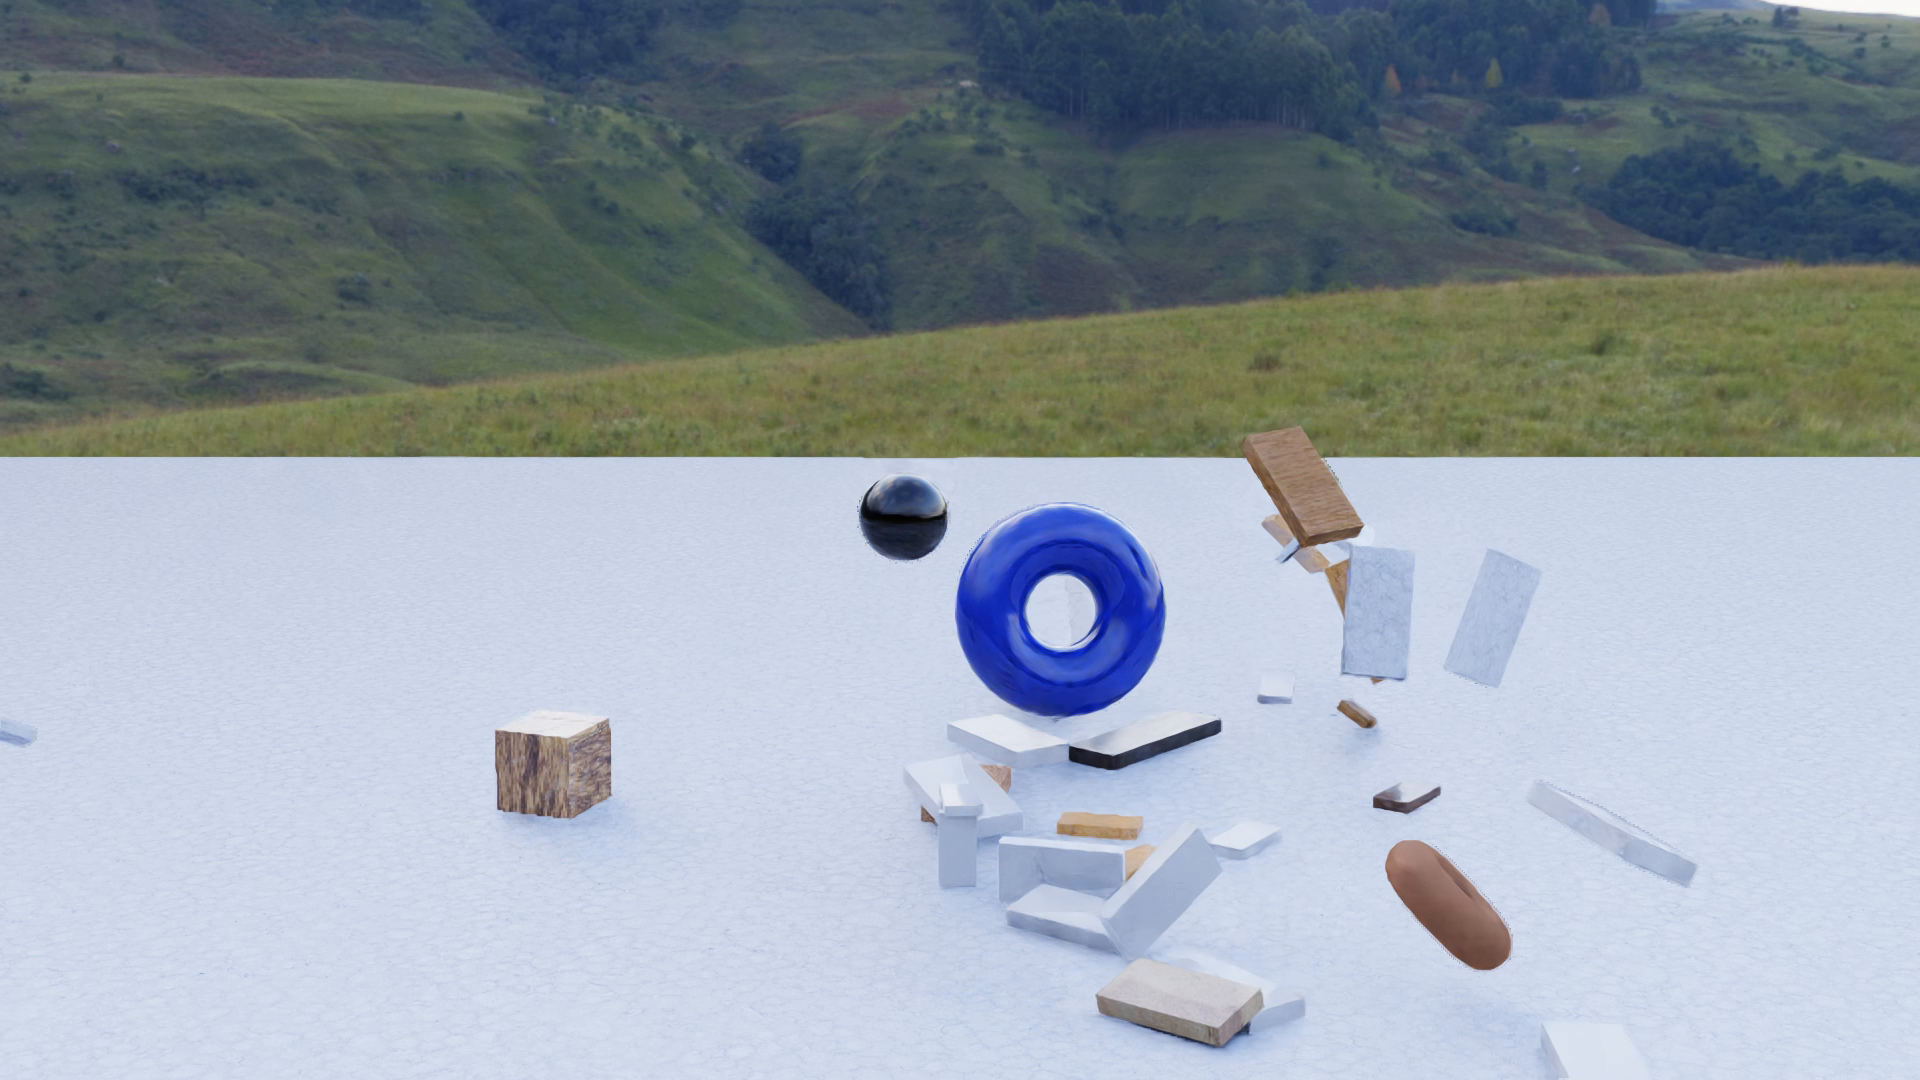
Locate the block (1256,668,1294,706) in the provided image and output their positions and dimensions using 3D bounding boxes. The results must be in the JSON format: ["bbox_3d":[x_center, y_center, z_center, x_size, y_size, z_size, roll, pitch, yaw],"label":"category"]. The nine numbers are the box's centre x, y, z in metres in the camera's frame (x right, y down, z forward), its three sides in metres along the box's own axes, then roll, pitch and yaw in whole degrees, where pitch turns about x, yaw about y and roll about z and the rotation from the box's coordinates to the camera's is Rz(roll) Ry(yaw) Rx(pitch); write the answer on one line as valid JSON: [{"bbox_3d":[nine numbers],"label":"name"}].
[{"bbox_3d":[0.711,0.329,4.946,0.073,0.021,0.147,4,22,11],"label":"block"}]

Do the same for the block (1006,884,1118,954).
[{"bbox_3d":[0.187,0.600,3.496,0.207,0.029,0.104,8,21,36],"label":"block"}]

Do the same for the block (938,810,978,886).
[{"bbox_3d":[-0.004,0.519,3.701,0.064,0.128,0.018,1,9,3],"label":"block"}]

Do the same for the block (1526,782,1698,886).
[{"bbox_3d":[0.618,0.278,2.092,0.082,0.023,0.164,23,4,-20],"label":"block"}]

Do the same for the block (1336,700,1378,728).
[{"bbox_3d":[0.837,0.367,4.630,0.072,0.020,0.143,37,8,17],"label":"block"}]

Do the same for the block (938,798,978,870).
[{"bbox_3d":[-0.003,0.506,3.774,0.064,0.128,0.018,-3,11,-14],"label":"block"}]

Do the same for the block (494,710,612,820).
[{"bbox_3d":[-0.766,0.421,4.150,0.156,0.156,0.156,4,11,20],"label":"block"}]

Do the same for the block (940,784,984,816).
[{"bbox_3d":[0.002,0.440,3.726,0.064,0.018,0.128,-1,10,-5],"label":"block"}]

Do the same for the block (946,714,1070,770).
[{"bbox_3d":[0.098,0.414,4.518,0.130,0.037,0.261,-7,12,-32],"label":"block"}]

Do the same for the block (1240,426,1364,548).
[{"bbox_3d":[0.666,-0.105,4.294,0.131,0.037,0.261,-10,55,-25],"label":"block"}]

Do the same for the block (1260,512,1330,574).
[{"bbox_3d":[0.755,0.008,4.951,0.023,0.164,0.082,-47,6,-13],"label":"block"}]

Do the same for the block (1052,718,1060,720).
[{"bbox_3d":[0.159,0.317,4.830,0.032,0.112,0.224,-33,18,-10],"label":"block"}]

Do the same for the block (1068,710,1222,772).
[{"bbox_3d":[0.385,0.411,4.544,0.112,0.032,0.376,9,14,40],"label":"block"}]

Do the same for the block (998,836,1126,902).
[{"bbox_3d":[0.168,0.548,3.607,0.207,0.103,0.029,3,16,15],"label":"block"}]

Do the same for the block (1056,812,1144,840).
[{"bbox_3d":[0.254,0.519,3.995,0.147,0.021,0.073,3,11,13],"label":"block"}]

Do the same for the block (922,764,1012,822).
[{"bbox_3d":[0.014,0.479,4.165,0.130,0.037,0.261,2,11,9],"label":"block"}]

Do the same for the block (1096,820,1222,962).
[{"bbox_3d":[0.308,0.540,3.378,0.207,0.104,0.029,-43,34,-19],"label":"block"}]

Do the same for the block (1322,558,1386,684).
[{"bbox_3d":[0.841,0.170,4.618,0.057,0.264,0.016,-24,4,-3],"label":"block"}]

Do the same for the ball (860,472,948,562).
[{"bbox_3d":[-0.097,-0.039,3.804,0.155,0.155,0.155,0,11,0],"label":"ball"}]

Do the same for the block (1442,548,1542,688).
[{"bbox_3d":[1.092,0.162,4.506,0.131,0.261,0.037,20,0,-32],"label":"block"}]

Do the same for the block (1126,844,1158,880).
[{"bbox_3d":[0.303,0.558,3.786,0.073,0.021,0.147,9,14,41],"label":"block"}]

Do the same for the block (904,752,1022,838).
[{"bbox_3d":[0.003,0.469,4.021,0.131,0.037,0.261,-9,22,-20],"label":"block"}]

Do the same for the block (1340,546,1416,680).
[{"bbox_3d":[0.869,0.151,4.571,0.131,0.267,0.037,6,-7,-1],"label":"block"}]

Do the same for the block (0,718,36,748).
[{"bbox_3d":[-1.409,0.270,3.196,0.114,0.016,0.057,25,-28,-29],"label":"block"}]

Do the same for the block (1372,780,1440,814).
[{"bbox_3d":[0.848,0.486,4.173,0.072,0.020,0.143,8,13,36],"label":"block"}]

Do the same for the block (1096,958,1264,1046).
[{"bbox_3d":[0.312,0.656,3.132,0.216,0.031,0.108,6,26,42],"label":"block"}]

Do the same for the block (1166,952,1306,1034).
[{"bbox_3d":[0.388,0.660,3.209,0.108,0.031,0.216,-8,13,-35],"label":"block"}]

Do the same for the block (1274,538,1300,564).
[{"bbox_3d":[0.705,0.023,4.705,0.016,0.057,0.114,43,11,10],"label":"block"}]

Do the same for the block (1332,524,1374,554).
[{"bbox_3d":[0.887,-0.008,4.962,0.082,0.023,0.164,32,24,4],"label":"block"}]

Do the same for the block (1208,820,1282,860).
[{"bbox_3d":[0.506,0.534,3.913,0.072,0.020,0.153,7,13,34],"label":"block"}]

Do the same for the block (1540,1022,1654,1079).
[{"bbox_3d":[0.858,0.707,2.957,0.108,0.031,0.216,1,11,3],"label":"block"}]

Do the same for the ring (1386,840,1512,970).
[{"bbox_3d":[0.711,0.531,3.204,0.226,0.075,0.226,44,9,-9],"label":"ring"}]

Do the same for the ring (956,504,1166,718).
[{"bbox_3d":[0.204,0.143,4.424,0.433,0.433,0.144,-2,0,-10],"label":"ring"}]
